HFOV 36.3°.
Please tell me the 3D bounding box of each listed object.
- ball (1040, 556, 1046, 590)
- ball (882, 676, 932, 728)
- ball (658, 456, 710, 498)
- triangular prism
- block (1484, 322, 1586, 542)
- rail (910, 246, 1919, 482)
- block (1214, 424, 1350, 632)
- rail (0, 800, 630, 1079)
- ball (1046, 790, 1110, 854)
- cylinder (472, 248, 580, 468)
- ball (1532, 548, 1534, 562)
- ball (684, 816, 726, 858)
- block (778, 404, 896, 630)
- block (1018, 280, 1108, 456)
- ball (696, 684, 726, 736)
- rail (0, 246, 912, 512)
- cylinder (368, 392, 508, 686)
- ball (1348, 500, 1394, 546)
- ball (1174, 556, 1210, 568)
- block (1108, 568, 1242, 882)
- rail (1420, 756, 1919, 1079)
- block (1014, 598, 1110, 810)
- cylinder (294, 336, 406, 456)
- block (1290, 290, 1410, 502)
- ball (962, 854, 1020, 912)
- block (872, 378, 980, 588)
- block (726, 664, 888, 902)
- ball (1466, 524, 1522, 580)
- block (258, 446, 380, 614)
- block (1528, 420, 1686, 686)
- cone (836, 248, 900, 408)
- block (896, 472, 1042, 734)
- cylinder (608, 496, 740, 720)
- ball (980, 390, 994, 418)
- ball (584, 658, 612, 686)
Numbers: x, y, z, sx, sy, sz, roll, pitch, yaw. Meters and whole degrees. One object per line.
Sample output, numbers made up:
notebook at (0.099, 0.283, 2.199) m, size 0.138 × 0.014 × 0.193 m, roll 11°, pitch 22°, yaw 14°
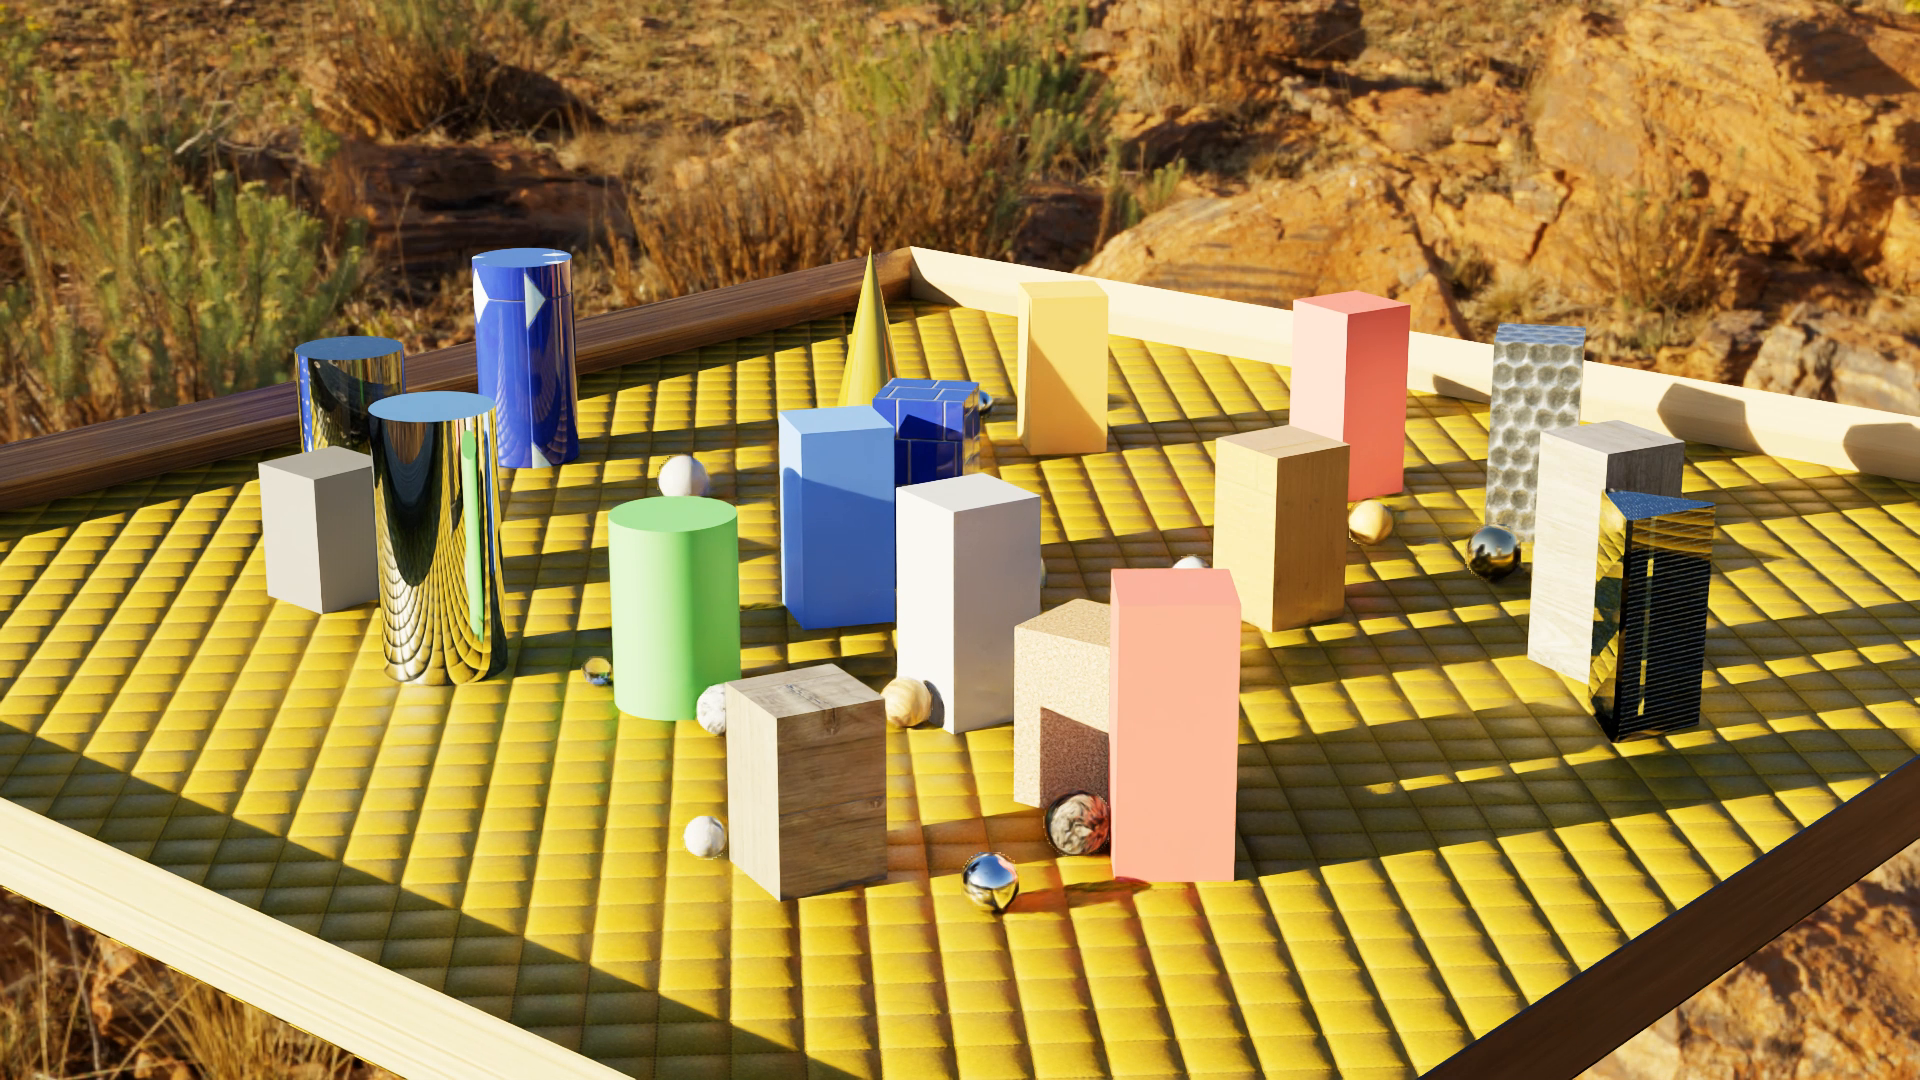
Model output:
ball at (0.102, 0.058, 5.093) m, size 0.097 × 0.097 × 0.097 m, roll 0°, pitch 17°, yaw 0°
ball at (-0.083, 0.248, 4.496) m, size 0.078 × 0.078 × 0.078 m, roll 0°, pitch 17°, yaw 0°
ball at (-0.533, -0.115, 5.669) m, size 0.097 × 0.097 × 0.097 m, roll 0°, pitch 17°, yaw 0°
triangular prism at (1.025, 0.108, 4.486) m, size 0.173 × 0.352 × 0.150 m, roll -10°, pitch 19°, yaw -29°
block at (1.072, -0.199, 5.465) m, size 0.160 × 0.377 × 0.160 m, roll 4°, pitch 17°, yaw 13°
rail at (1.167, -0.355, 6.406) m, size 3.468 × 0.130 × 0.045 m, roll 14°, pitch 22°, yaw 39°
block at (0.546, -0.021, 5.000) m, size 0.160 × 0.304 × 0.160 m, roll -11°, pitch 20°, yaw -32°
rail at (-1.167, 0.420, 3.833) m, size 3.468 × 0.130 × 0.045 m, roll 14°, pitch 22°, yaw 39°
ball at (0.161, 0.387, 4.017) m, size 0.088 × 0.088 × 0.088 m, roll 0°, pitch 17°, yaw 0°
cylinder at (-0.883, -0.371, 5.971) m, size 0.200 × 0.414 × 0.200 m, roll 0°, pitch 17°, yaw 0°
ball at (1.065, 0.026, 5.196) m, size 0.100 × 0.100 × 0.100 m, roll 0°, pitch 17°, yaw 0°
ball at (-0.347, 0.405, 3.998) m, size 0.058 × 0.058 × 0.058 m, roll 0°, pitch 17°, yaw 0°
block at (-0.210, -0.040, 4.997) m, size 0.160 × 0.342 × 0.160 m, roll -5°, pitch 17°, yaw -16°
block at (0.212, -0.358, 6.076) m, size 0.160 × 0.329 × 0.160 m, roll -2°, pitch 17°, yaw -8°
ball at (-0.362, 0.259, 4.461) m, size 0.078 × 0.078 × 0.078 m, roll 0°, pitch 17°, yaw 0°
rail at (-1.292, -0.291, 6.193) m, size 0.045 × 0.130 × 3.606 m, roll 14°, pitch 22°, yaw 39°
cylinder at (-0.837, -0.004, 4.713) m, size 0.200 × 0.435 × 0.200 m, roll 0°, pitch 17°, yaw 0°
ball at (0.758, -0.031, 5.416) m, size 0.083 × 0.083 × 0.083 m, roll 0°, pitch 17°, yaw 0°
ball at (0.404, 0.067, 5.104) m, size 0.075 × 0.075 × 0.075 m, roll 0°, pitch 17°, yaw 0°
block at (0.286, 0.249, 3.954) m, size 0.160 × 0.390 × 0.160 m, roll 0°, pitch 17°, yaw -1°
rail at (1.292, 0.356, 4.046) m, size 0.045 × 0.130 × 3.606 m, roll 14°, pitch 22°, yaw 39°
block at (0.189, 0.243, 4.191) m, size 0.160 × 0.264 × 0.160 m, roll 12°, pitch 20°, yaw 34°
cylinder at (-1.140, -0.197, 5.521) m, size 0.200 × 0.339 × 0.200 m, roll 0°, pitch 17°, yaw 0°
block at (0.760, -0.282, 5.740) m, size 0.160 × 0.375 × 0.160 m, roll -11°, pitch 20°, yaw -32°
ball at (0.040, 0.448, 3.836) m, size 0.076 × 0.076 × 0.076 m, roll 0°, pitch 17°, yaw 0°
block at (-0.058, -0.098, 5.189) m, size 0.160 × 0.342 × 0.160 m, roll 3°, pitch 17°, yaw 11°
block at (-0.206, 0.323, 3.937) m, size 0.160 × 0.258 × 0.160 m, roll -9°, pitch 19°, yaw -27°
ball at (0.950, 0.022, 5.214) m, size 0.098 × 0.098 × 0.098 m, roll 0°, pitch 17°, yaw 0°
block at (-1.099, -0.020, 5.105) m, size 0.160 × 0.240 × 0.160 m, roll 15°, pitch 22°, yaw 40°
block at (1.040, 0.019, 4.726) m, size 0.160 × 0.384 × 0.160 m, roll -9°, pitch 19°, yaw -28°
cone at (-0.177, -0.363, 5.870) m, size 0.200 × 0.457 × 0.200 m, roll 0°, pitch 17°, yaw 0°
block at (0.013, 0.095, 4.527) m, size 0.160 × 0.353 × 0.160 m, roll -11°, pitch 20°, yaw -32°
cylinder at (-0.444, 0.105, 4.581) m, size 0.200 × 0.304 × 0.200 m, roll 0°, pitch 17°, yaw 0°
ball at (0.041, -0.293, 6.322) m, size 0.061 × 0.061 × 0.061 m, roll 0°, pitch 17°, yaw 0°
ball at (-0.579, 0.210, 4.682) m, size 0.044 × 0.044 × 0.044 m, roll 0°, pitch 17°, yaw 0°
